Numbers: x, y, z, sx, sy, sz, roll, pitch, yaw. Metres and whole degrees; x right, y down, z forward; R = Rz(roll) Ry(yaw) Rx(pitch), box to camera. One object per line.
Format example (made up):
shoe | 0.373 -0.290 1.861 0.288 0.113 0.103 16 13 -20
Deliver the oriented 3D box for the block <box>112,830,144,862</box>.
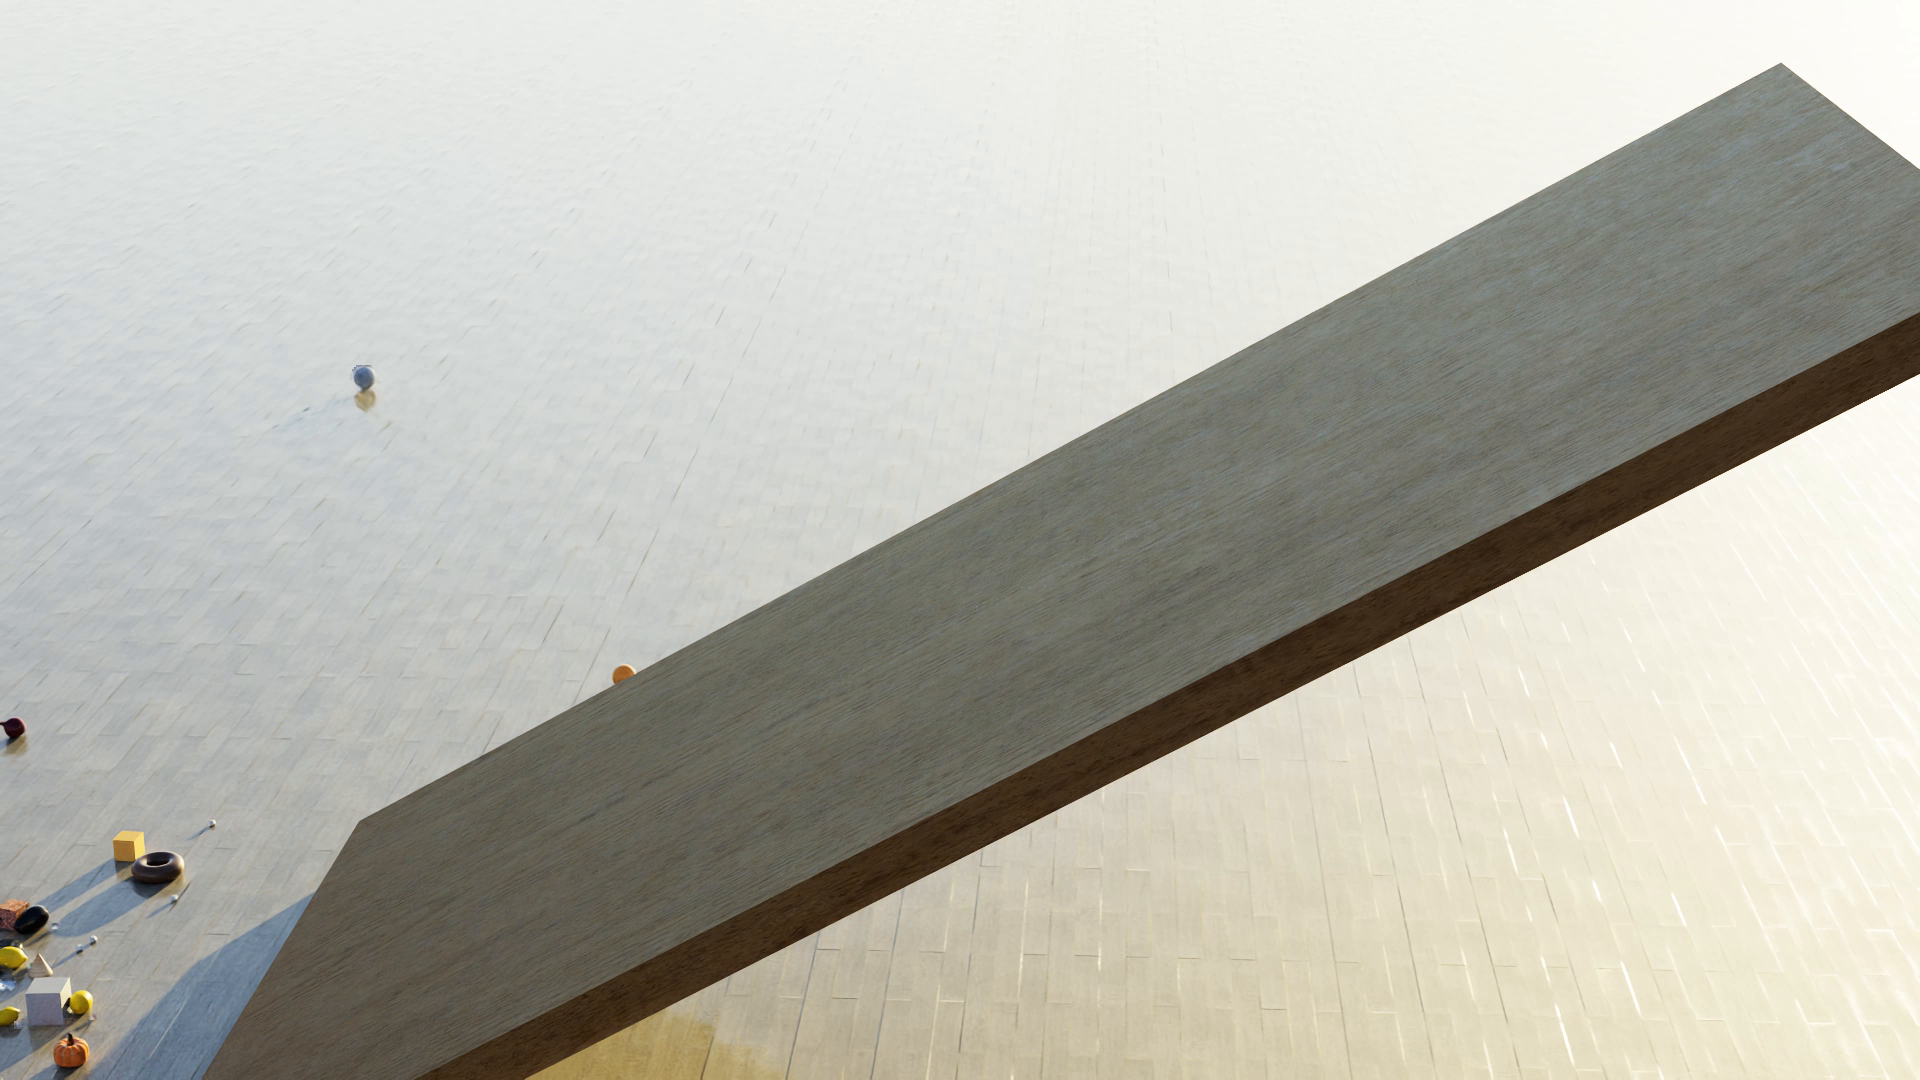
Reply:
block | -2.152 0.793 7.616 0.058 0.058 0.058 3 19 8

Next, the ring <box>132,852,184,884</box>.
ring | -2.048 0.835 7.511 0.134 0.045 0.134 0 20 0

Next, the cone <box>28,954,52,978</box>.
cone | -2.187 1.004 6.983 0.057 0.057 0.057 0 18 0

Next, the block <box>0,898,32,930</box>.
block | -2.326 0.922 7.234 0.054 0.054 0.054 7 20 19

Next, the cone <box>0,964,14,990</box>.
cone | -2.270 1.041 6.914 0.067 0.067 0.067 -25 16 9

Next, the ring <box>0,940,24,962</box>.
ring | -2.300 0.987 7.078 0.087 0.029 0.087 1 19 0

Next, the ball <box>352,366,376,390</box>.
ball | -2.413 -0.658 11.920 0.093 0.093 0.093 0 18 0

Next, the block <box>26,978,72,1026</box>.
block | -2.098 1.062 6.773 0.080 0.080 0.080 -1 18 -2

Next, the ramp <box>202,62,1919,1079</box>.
ramp | 0.142 0.168 6.284 4.000 0.100 2.000 -28 15 12
